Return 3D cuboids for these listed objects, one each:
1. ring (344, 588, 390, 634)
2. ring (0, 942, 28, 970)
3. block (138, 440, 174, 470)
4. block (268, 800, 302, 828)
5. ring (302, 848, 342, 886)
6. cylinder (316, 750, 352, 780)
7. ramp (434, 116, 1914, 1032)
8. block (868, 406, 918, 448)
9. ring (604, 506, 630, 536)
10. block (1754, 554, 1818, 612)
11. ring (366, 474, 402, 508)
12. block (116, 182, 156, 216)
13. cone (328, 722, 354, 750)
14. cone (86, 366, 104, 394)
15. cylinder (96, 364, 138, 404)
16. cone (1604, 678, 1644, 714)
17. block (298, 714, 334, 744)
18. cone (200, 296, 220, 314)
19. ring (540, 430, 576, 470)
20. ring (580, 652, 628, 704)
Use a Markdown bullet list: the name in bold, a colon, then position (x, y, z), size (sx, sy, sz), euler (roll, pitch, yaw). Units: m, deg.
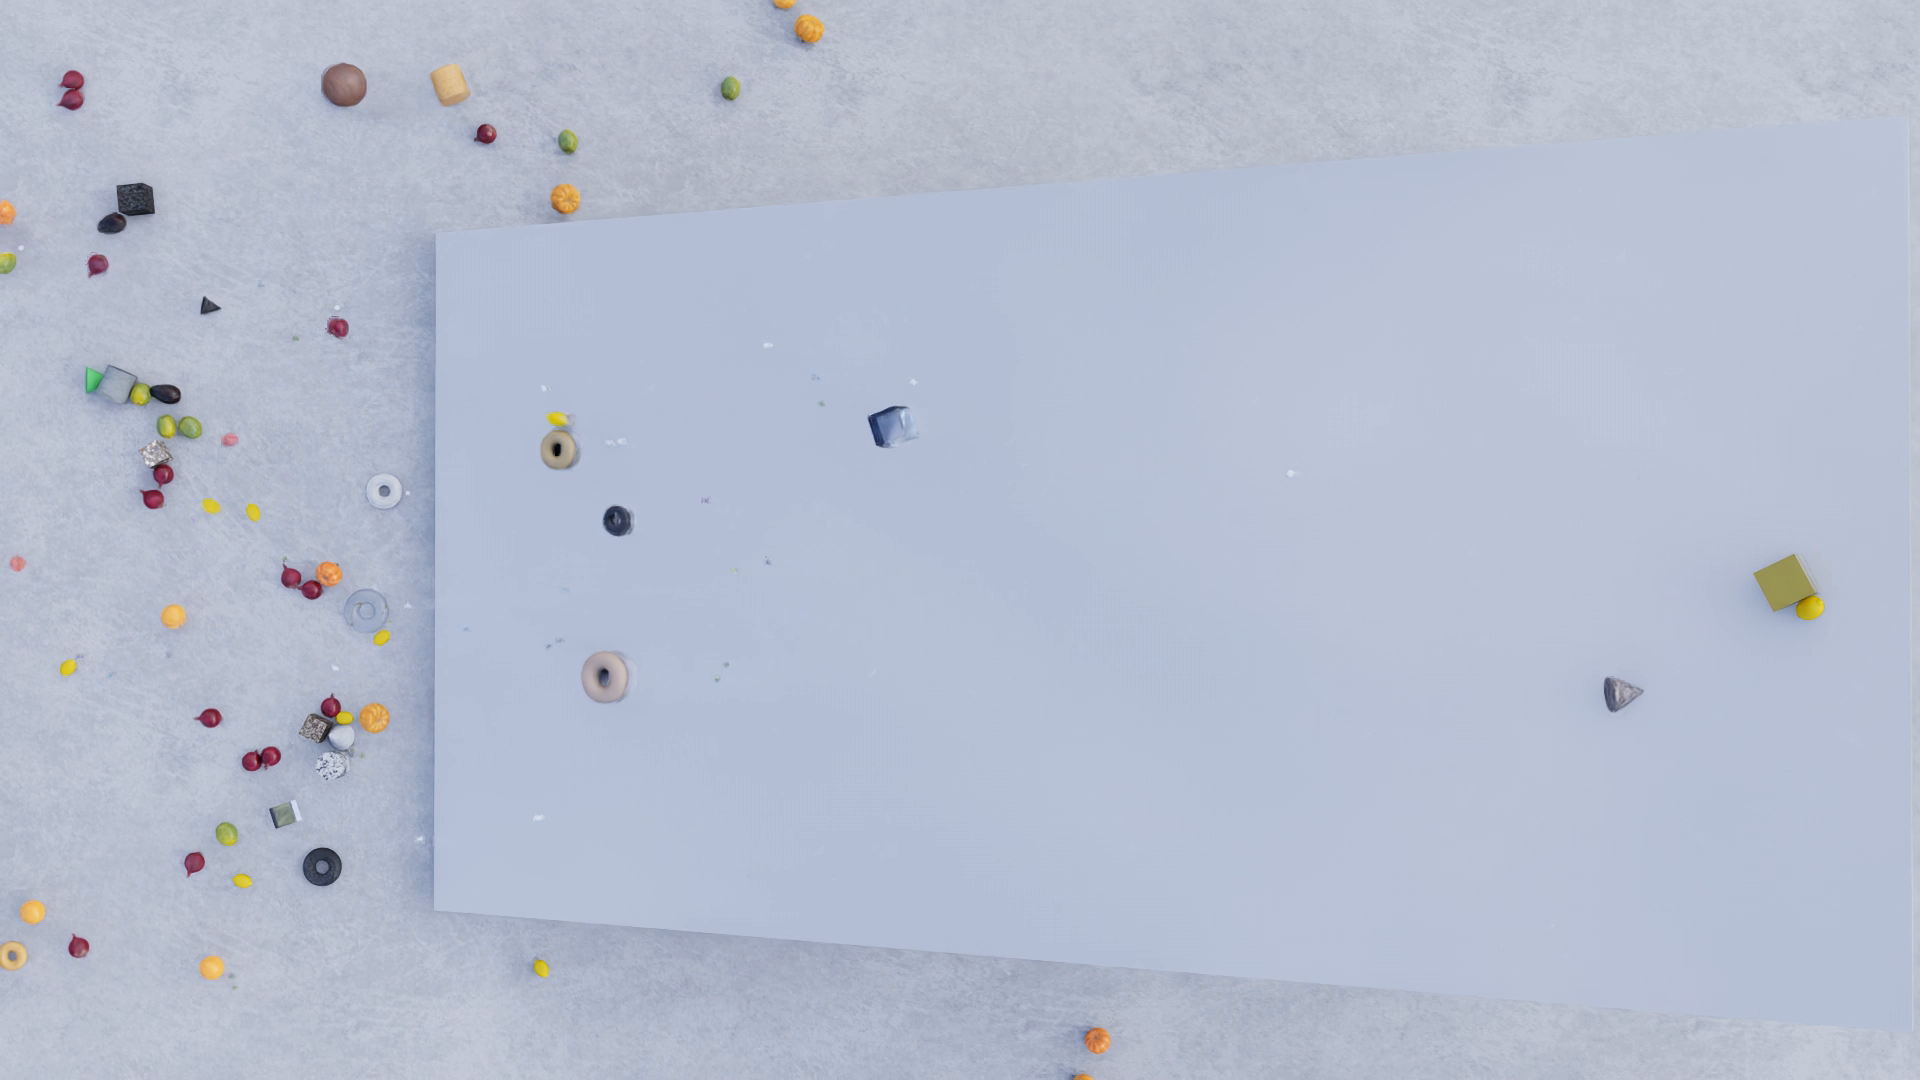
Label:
- **ring**: position (-1.769, 0.212, 6.561), size (0.134, 0.045, 0.134), euler (0, 91, 0)
- **ring**: position (-2.826, 1.241, 6.556), size (0.089, 0.030, 0.089), euler (0, 90, 1)
- **block**: position (-2.398, -0.254, 6.557), size (0.061, 0.061, 0.061), euler (-31, 89, 0)
- **block**: position (-2.007, 0.816, 6.544), size (0.064, 0.064, 0.064), euler (-19, 89, 0)
- **ring**: position (-1.901, 0.974, 6.555), size (0.116, 0.039, 0.116), euler (0, 88, -1)
- **cylinder**: position (-1.862, 0.668, 6.535), size (0.083, 0.083, 0.083), euler (0, 89, 0)
- **ramp**: position (0.282, 0.082, 5.689), size (4.000, 0.100, 2.000), euler (0, 89, 25)
- **block**: position (-0.178, -0.298, 5.807), size (0.085, 0.085, 0.085), euler (-22, 80, 23)
- **ring**: position (-0.969, -0.054, 6.207), size (0.086, 0.029, 0.086), euler (0, 90, 24)
- **block**: position (1.824, 0.095, 4.857), size (0.096, 0.096, 0.096), euler (-29, 77, 22)
- **ring**: position (-1.720, -0.146, 6.569), size (0.106, 0.035, 0.106), euler (0, 91, 0)
- **block**: position (-2.458, -1.015, 6.557), size (0.079, 0.079, 0.079), euler (-6, 89, 0)
- **cone**: position (-1.855, 0.581, 6.528), size (0.084, 0.084, 0.084), euler (-1, 82, 10)
- **cone**: position (-2.567, -0.477, 6.572), size (0.082, 0.082, 0.082), euler (1, 89, -27)
- **cylinder**: position (-2.510, -0.462, 6.545), size (0.090, 0.090, 0.090), euler (25, 88, 0)
- **cone**: position (1.526, 0.351, 5.026), size (0.082, 0.082, 0.082), euler (-7, 89, -2)
- **block**: position (-1.917, 0.560, 6.546), size (0.064, 0.064, 0.064), euler (27, 89, 0)
- **cone**: position (-2.237, -0.698, 6.580), size (0.057, 0.057, 0.057), euler (9, 89, -27)
- **ring**: position (-1.151, -0.257, 6.289), size (0.116, 0.039, 0.116), euler (-1, 89, 27)
- **ring**: position (-1.004, 0.388, 6.207), size (0.148, 0.049, 0.148), euler (0, 90, 24)
